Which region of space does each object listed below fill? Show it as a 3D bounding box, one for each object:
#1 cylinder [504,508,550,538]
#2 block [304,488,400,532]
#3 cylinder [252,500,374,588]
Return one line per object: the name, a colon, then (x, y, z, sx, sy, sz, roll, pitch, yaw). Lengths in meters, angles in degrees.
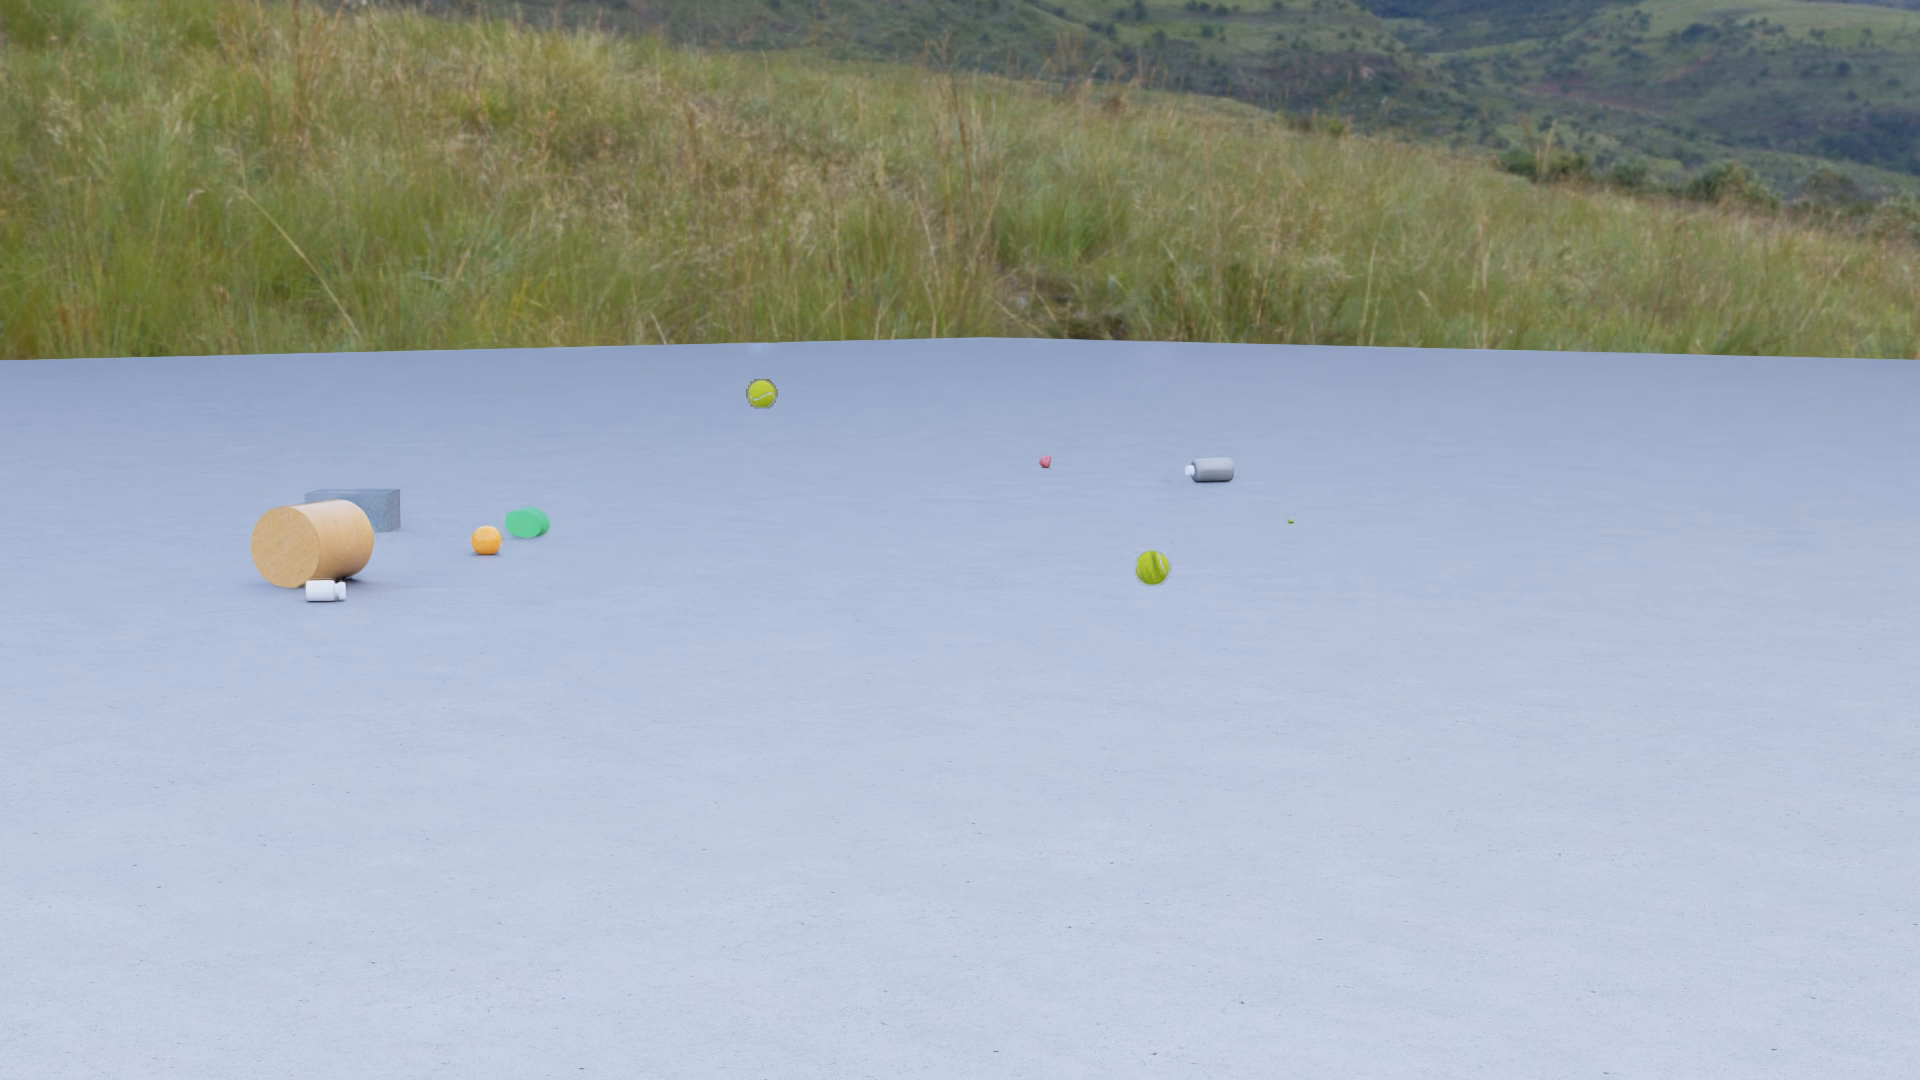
cylinder: (-1.095, -0.044, 6.495, 0.096, 0.070, 0.073, 12, 7, 7)
block: (-1.576, -0.076, 6.664, 0.211, 0.100, 0.155, 0, 6, 0)
cylinder: (-1.388, 0.007, 5.508, 0.173, 0.172, 0.198, -30, -6, 21)
